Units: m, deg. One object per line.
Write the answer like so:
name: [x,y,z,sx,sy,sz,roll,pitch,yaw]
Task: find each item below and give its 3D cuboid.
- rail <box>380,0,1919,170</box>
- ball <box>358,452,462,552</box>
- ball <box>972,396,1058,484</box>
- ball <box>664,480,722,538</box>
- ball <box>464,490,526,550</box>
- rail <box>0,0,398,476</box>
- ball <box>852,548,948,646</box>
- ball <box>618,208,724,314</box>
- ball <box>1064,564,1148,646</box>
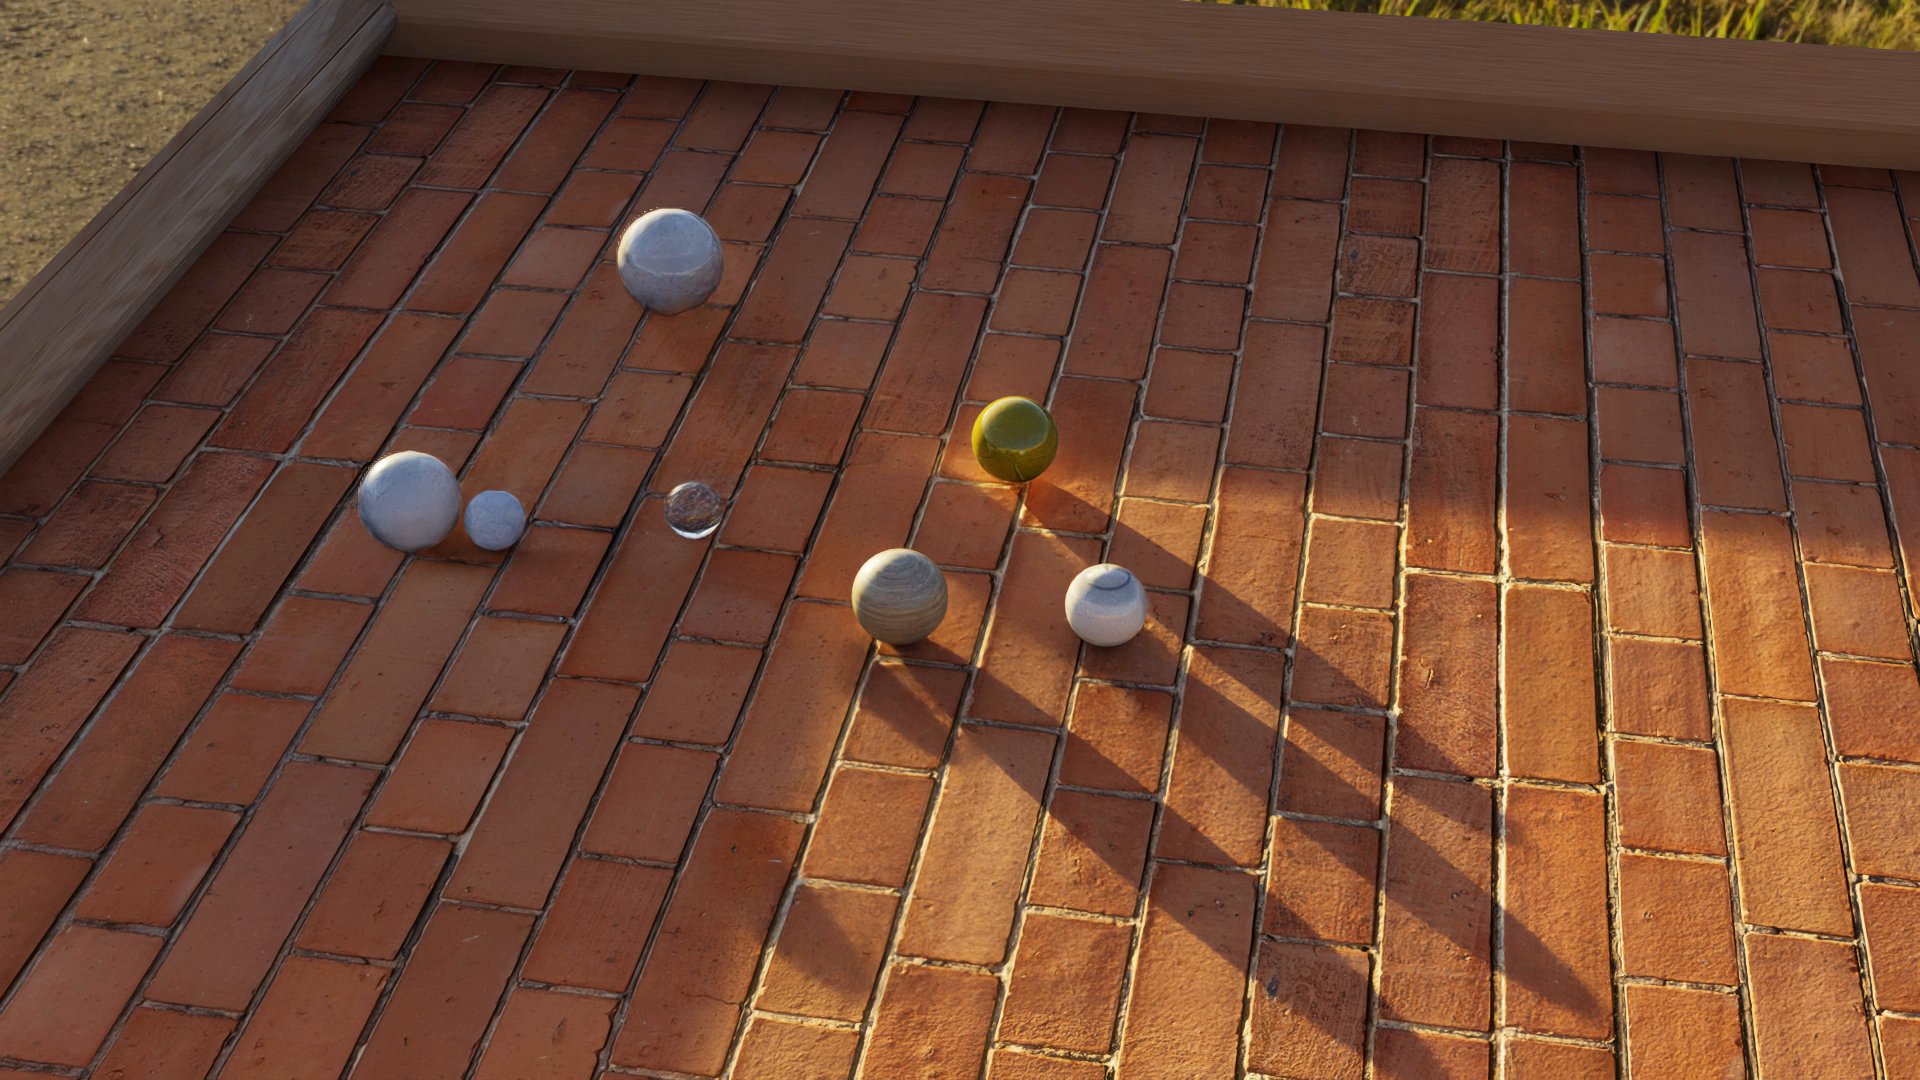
rail: [0.942,-0.415,2.537,3.221,0.125,0.045,6,35,8]
ball: [-0.432,-0.030,2.016,0.079,0.079,0.079,0,34,0]
ball: [0.045,-0.082,2.099,0.071,0.071,0.071,0,34,0]
ball: [-0.211,-0.024,2.036,0.046,0.046,0.046,0,34,0]
ball: [-0.367,-0.016,2.022,0.048,0.048,0.048,0,34,0]
rail: [-0.769,-0.104,2.082,0.045,0.125,1.737,6,35,8]
ball: [-0.045,0.042,1.915,0.072,0.072,0.072,0,34,0]
ball: [-0.262,-0.253,2.326,0.096,0.096,0.096,0,34,0]
ball: [0.109,0.049,1.915,0.062,0.062,0.062,0,34,0]
